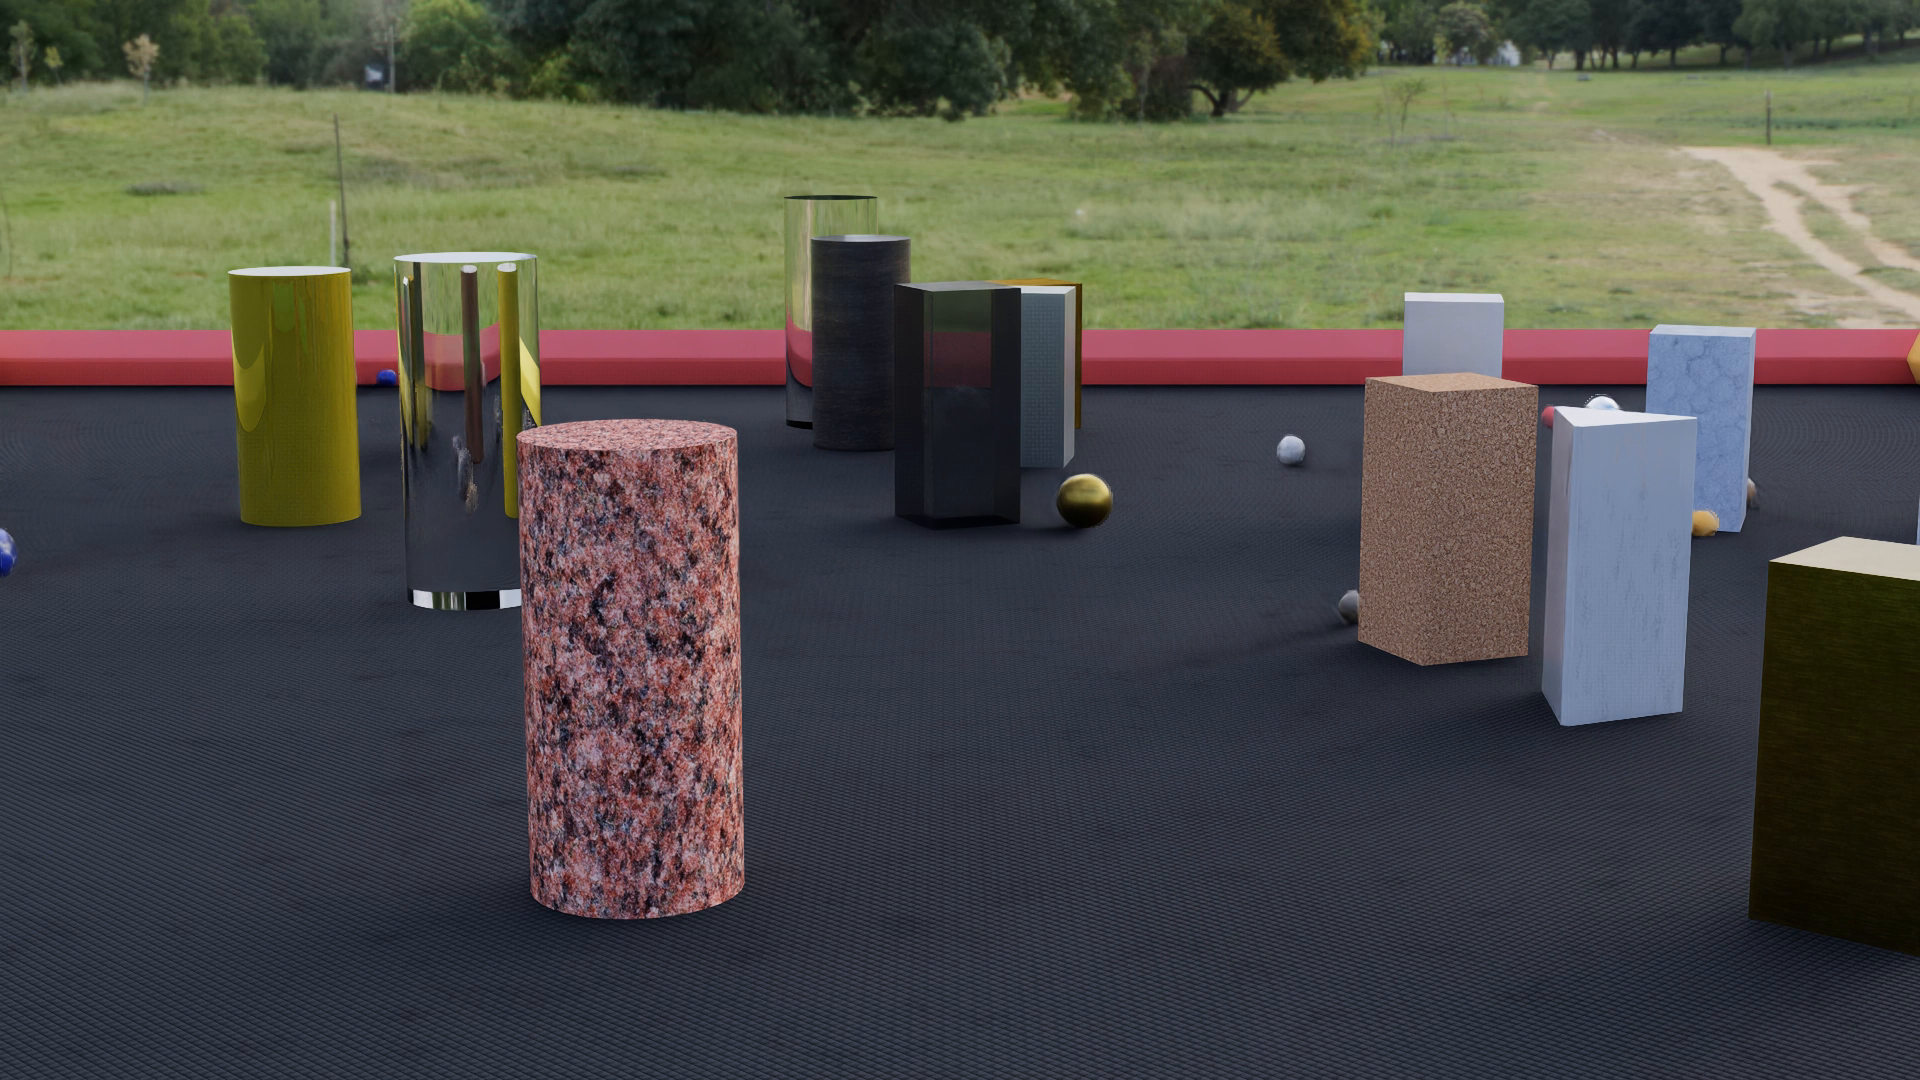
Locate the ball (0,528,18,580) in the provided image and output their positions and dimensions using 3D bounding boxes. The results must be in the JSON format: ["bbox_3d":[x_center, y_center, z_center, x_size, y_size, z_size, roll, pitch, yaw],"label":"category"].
[{"bbox_3d":[-1.378,0.020,3.639,0.080,0.080,0.080,0,11,0],"label":"ball"}]

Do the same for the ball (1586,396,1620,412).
[{"bbox_3d":[1.281,-0.251,5.121,0.070,0.070,0.070,0,11,0],"label":"ball"}]

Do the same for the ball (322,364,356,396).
[{"bbox_3d":[-1.370,-0.354,5.668,0.073,0.073,0.073,0,11,0],"label":"ball"}]

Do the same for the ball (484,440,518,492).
[{"bbox_3d":[-0.773,-0.127,4.405,0.089,0.089,0.089,0,11,0],"label":"ball"}]

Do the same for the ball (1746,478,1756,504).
[{"bbox_3d":[1.303,-0.082,4.279,0.046,0.046,0.046,0,11,0],"label":"ball"}]

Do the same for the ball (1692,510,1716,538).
[{"bbox_3d":[1.150,-0.026,3.982,0.044,0.044,0.044,0,11,0],"label":"ball"}]

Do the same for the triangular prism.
[{"bbox_3d":[0.718,0.023,2.921,0.165,0.336,0.143,-5,12,-24],"label":"triangular prism"}]

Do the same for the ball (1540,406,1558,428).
[{"bbox_3d":[1.190,-0.246,5.164,0.045,0.045,0.045,0,11,0],"label":"ball"}]

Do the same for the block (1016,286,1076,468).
[{"bbox_3d":[0.126,-0.303,4.725,0.153,0.317,0.153,2,11,10],"label":"block"}]

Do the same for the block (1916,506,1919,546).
[{"bbox_3d":[1.546,-0.095,3.836,0.153,0.234,0.153,-1,11,-5],"label":"block"}]

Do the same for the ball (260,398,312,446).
[{"bbox_3d":[-1.293,-0.226,4.920,0.095,0.095,0.095,0,11,0],"label":"ball"}]

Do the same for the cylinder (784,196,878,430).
[{"bbox_3d":[-0.260,-0.463,5.200,0.191,0.459,0.191,0,11,0],"label":"cylinder"}]

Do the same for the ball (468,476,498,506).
[{"bbox_3d":[-0.793,-0.081,4.264,0.050,0.050,0.050,0,11,0],"label":"ball"}]

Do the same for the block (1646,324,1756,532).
[{"bbox_3d":[1.180,-0.181,4.100,0.153,0.307,0.153,4,11,20],"label":"block"}]

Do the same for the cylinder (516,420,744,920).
[{"bbox_3d":[-0.289,0.109,2.266,0.191,0.408,0.191,0,11,0],"label":"cylinder"}]

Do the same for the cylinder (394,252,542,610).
[{"bbox_3d":[-0.667,-0.152,3.506,0.191,0.467,0.191,0,11,0],"label":"cylinder"}]

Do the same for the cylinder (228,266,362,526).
[{"bbox_3d":[-1.071,-0.234,4.136,0.191,0.398,0.191,0,11,0],"label":"cylinder"}]

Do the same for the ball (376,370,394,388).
[{"bbox_3d":[-1.305,-0.367,5.825,0.041,0.041,0.041,0,11,0],"label":"ball"}]

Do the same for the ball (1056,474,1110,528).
[{"bbox_3d":[0.195,-0.062,4.063,0.086,0.086,0.086,0,11,0],"label":"ball"}]

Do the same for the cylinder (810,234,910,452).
[{"bbox_3d":[-0.189,-0.378,4.912,0.191,0.397,0.191,0,11,0],"label":"cylinder"}]

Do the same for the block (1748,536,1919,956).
[{"bbox_3d":[0.788,0.170,2.192,0.153,0.314,0.153,9,14,40],"label":"block"}]

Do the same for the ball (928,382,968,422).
[{"bbox_3d":[-0.024,-0.284,5.258,0.084,0.084,0.084,0,11,0],"label":"ball"}]

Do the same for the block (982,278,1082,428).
[{"bbox_3d":[0.141,-0.374,5.178,0.153,0.292,0.153,-5,12,-27],"label":"block"}]

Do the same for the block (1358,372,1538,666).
[{"bbox_3d":[0.607,-0.030,3.205,0.153,0.337,0.153,-4,11,-22],"label":"block"}]

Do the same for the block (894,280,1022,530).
[{"bbox_3d":[-0.005,-0.218,4.109,0.153,0.377,0.153,-5,12,-24],"label":"block"}]

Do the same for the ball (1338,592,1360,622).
[{"bbox_3d":[0.520,0.088,3.377,0.042,0.042,0.042,0,11,0],"label":"ball"}]

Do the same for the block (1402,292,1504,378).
[{"bbox_3d":[0.785,-0.210,4.112,0.153,0.358,0.153,2,11,9],"label":"block"}]

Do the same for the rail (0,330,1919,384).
[{"bbox_3d":[-0.014,-0.414,5.844,4.426,0.124,0.045,0,11,0],"label":"rail"}]

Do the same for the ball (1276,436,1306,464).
[{"bbox_3d":[0.606,-0.164,4.701,0.053,0.053,0.053,0,11,0],"label":"ball"}]

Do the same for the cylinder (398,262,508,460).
[{"bbox_3d":[-0.951,-0.339,4.826,0.191,0.351,0.191,0,11,0],"label":"cylinder"}]

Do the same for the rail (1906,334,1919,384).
[{"bbox_3d":[2.189,0.030,3.462,0.045,0.124,4.918,0,11,0],"label":"rail"}]
